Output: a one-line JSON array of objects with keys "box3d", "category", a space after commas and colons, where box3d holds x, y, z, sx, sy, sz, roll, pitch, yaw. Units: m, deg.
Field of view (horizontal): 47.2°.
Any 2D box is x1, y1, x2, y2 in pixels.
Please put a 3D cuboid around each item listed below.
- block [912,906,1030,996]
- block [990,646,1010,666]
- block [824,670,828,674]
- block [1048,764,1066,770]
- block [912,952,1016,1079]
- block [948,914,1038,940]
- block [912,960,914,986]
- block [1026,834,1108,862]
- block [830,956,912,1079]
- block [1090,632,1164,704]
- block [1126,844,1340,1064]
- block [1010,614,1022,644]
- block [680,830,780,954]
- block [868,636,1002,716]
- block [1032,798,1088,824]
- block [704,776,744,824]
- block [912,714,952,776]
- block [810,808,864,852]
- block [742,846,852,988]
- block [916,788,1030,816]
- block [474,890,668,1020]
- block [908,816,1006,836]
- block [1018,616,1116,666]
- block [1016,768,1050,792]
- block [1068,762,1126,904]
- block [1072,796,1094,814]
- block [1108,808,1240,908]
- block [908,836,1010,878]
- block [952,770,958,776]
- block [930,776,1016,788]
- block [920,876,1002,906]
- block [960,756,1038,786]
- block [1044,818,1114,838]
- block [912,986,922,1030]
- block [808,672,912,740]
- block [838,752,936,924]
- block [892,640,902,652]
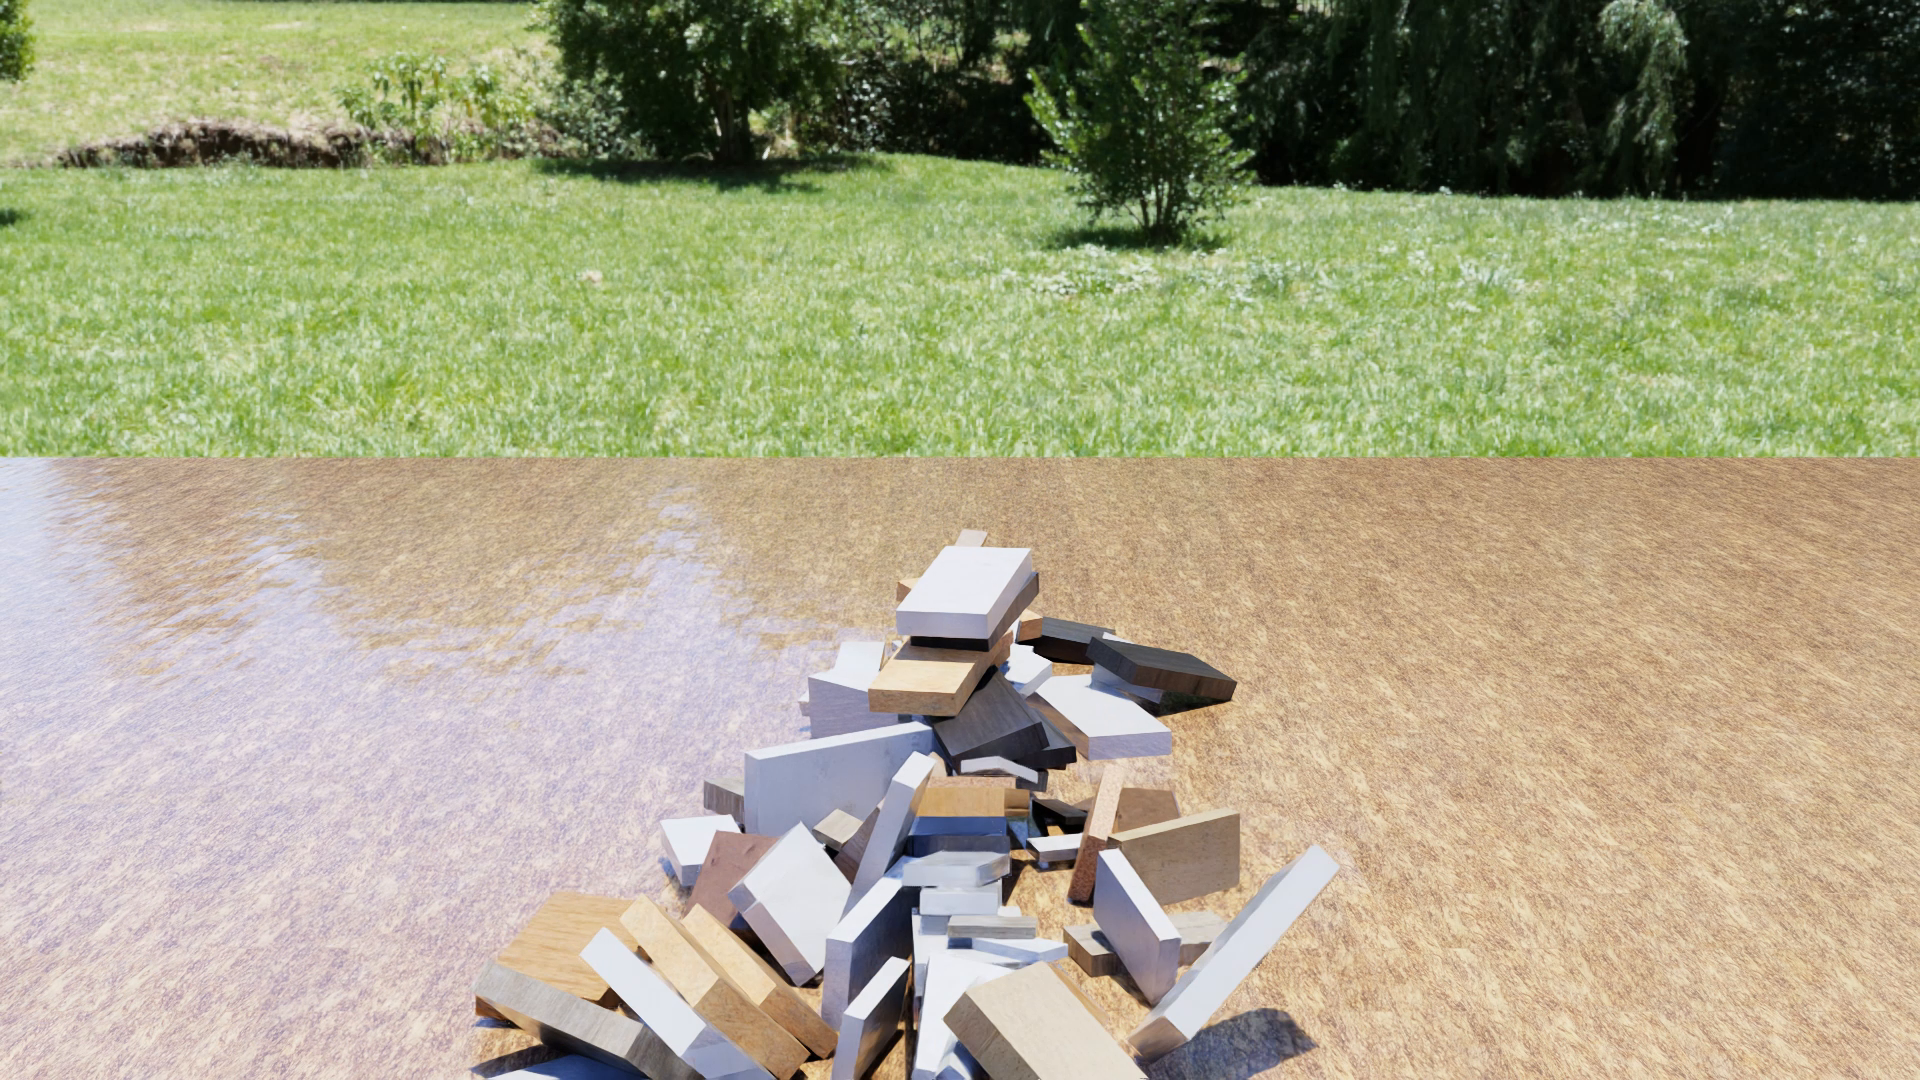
[{"box3d": [0.013, 0.559, 3.001, 0.154, 0.044, 0.309, 0, 4, -2], "category": "block"}, {"box3d": [0.000, 0.257, 4.517, 0.124, 0.035, 0.248, 5, 19, 23], "category": "block"}, {"box3d": [-0.271, 0.335, 4.964, 0.102, 0.029, 0.203, 1, 11, 4], "category": "block"}, {"box3d": [0.159, 0.398, 3.995, 0.049, 0.014, 0.097, 7, 7, -11], "category": "block"}, {"box3d": [0.009, 0.606, 2.731, 0.118, 0.034, 0.237, 12, 24, -1], "category": "block"}, {"box3d": [0.044, 0.516, 2.933, 0.116, 0.016, 0.058, 0, 4, 6], "category": "block"}, {"box3d": [0.009, 0.612, 3.211, 0.154, 0.044, 0.309, 0, -5, 0], "category": "block"}, {"box3d": [0.193, 0.533, 3.819, 0.142, 0.020, 0.071, -3, 11, -17], "category": "block"}, {"box3d": [-0.121, 0.658, 3.004, 0.030, 0.105, 0.211, 15, 14, 13], "category": "block"}, {"box3d": [0.388, 0.288, 4.995, 0.160, 0.045, 0.320, 21, 10, 3], "category": "block"}, {"box3d": [0.373, 0.564, 3.000, 0.333, 0.047, 0.166, -42, -8, -26], "category": "block"}, {"box3d": [0.043, 0.219, 5.003, 0.174, 0.049, 0.348, 2, 19, 5], "category": "block"}, {"box3d": [-0.353, 0.559, 3.518, 0.132, 0.037, 0.265, 7, 25, 4], "category": "block"}, {"box3d": [-0.045, 0.245, 4.229, 0.168, 0.048, 0.337, 2, 20, 16], "category": "block"}, {"box3d": [0.185, 0.495, 4.009, 0.049, 0.014, 0.268, -1, 0, -11], "category": "block"}, {"box3d": [-0.273, 0.470, 4.079, 0.360, 0.051, 0.180, -3, 8, -36], "category": "block"}, {"box3d": [-0.032, 0.392, 4.287, 0.130, 0.037, 0.261, 1, 37, 3], "category": "block"}, {"box3d": [-0.210, 0.500, 3.792, 0.059, 0.017, 0.117, 26, 16, 12], "category": "block"}, {"box3d": [-0.233, 0.576, 3.391, 0.039, 0.136, 0.273, -38, -1, 18], "category": "block"}, {"box3d": [0.015, 0.436, 3.650, 0.161, 0.046, 0.321, -1, -7, 9], "category": "block"}, {"box3d": [-0.572, 0.623, 3.278, 0.180, 0.051, 0.359, 7, 13, 7], "category": "block"}, {"box3d": [-0.003, 0.498, 3.779, 0.161, 0.046, 0.321, 0, -7, 0], "category": "block"}, {"box3d": [0.186, 0.230, 5.359, 0.353, 0.050, 0.176, 10, 13, 16], "category": "block"}, {"box3d": [0.063, 0.400, 4.080, 0.130, 0.037, 0.347, 7, 7, -11], "category": "block"}, {"box3d": [0.231, 0.492, 3.711, 0.035, 0.125, 0.250, 18, 24, 3], "category": "block"}, {"box3d": [0.266, 0.498, 4.114, 0.066, 0.019, 0.132, 7, 13, 35], "category": "block"}, {"box3d": [0.354, 0.531, 3.633, 0.258, 0.129, 0.037, -8, 13, -35], "category": "block"}, {"box3d": [0.000, 0.519, 3.597, 0.161, 0.046, 0.321, 0, -12, 0], "category": "block"}, {"box3d": [0.047, 0.446, 3.971, 0.086, 0.024, 0.172, 7, 4, -14], "category": "block"}, {"box3d": [0.022, 0.410, 3.706, 0.142, 0.020, 0.071, 0, -7, 0], "category": "block"}, {"box3d": [0.004, 0.525, 3.339, 0.118, 0.034, 0.237, 0, -2, 1], "category": "block"}, {"box3d": [0.068, 0.397, 3.752, 0.071, 0.020, 0.142, -10, -21, 28], "category": "block"}, {"box3d": [0.263, 0.526, 3.932, 0.216, 0.031, 0.108, -1, 11, -3], "category": "block"}, {"box3d": [0.013, 0.635, 3.007, 0.154, 0.044, 0.309, 0, -8, -2], "category": "block"}, {"box3d": [-0.205, 0.363, 4.516, 0.269, 0.135, 0.038, 10, 18, 44], "category": "block"}, {"box3d": [-0.114, 0.473, 3.397, 0.039, 0.273, 0.136, 23, 17, 7], "category": "block"}, {"box3d": [-0.118, 0.268, 5.349, 0.066, 0.019, 0.131, -1, 10, -17], "category": "block"}]
